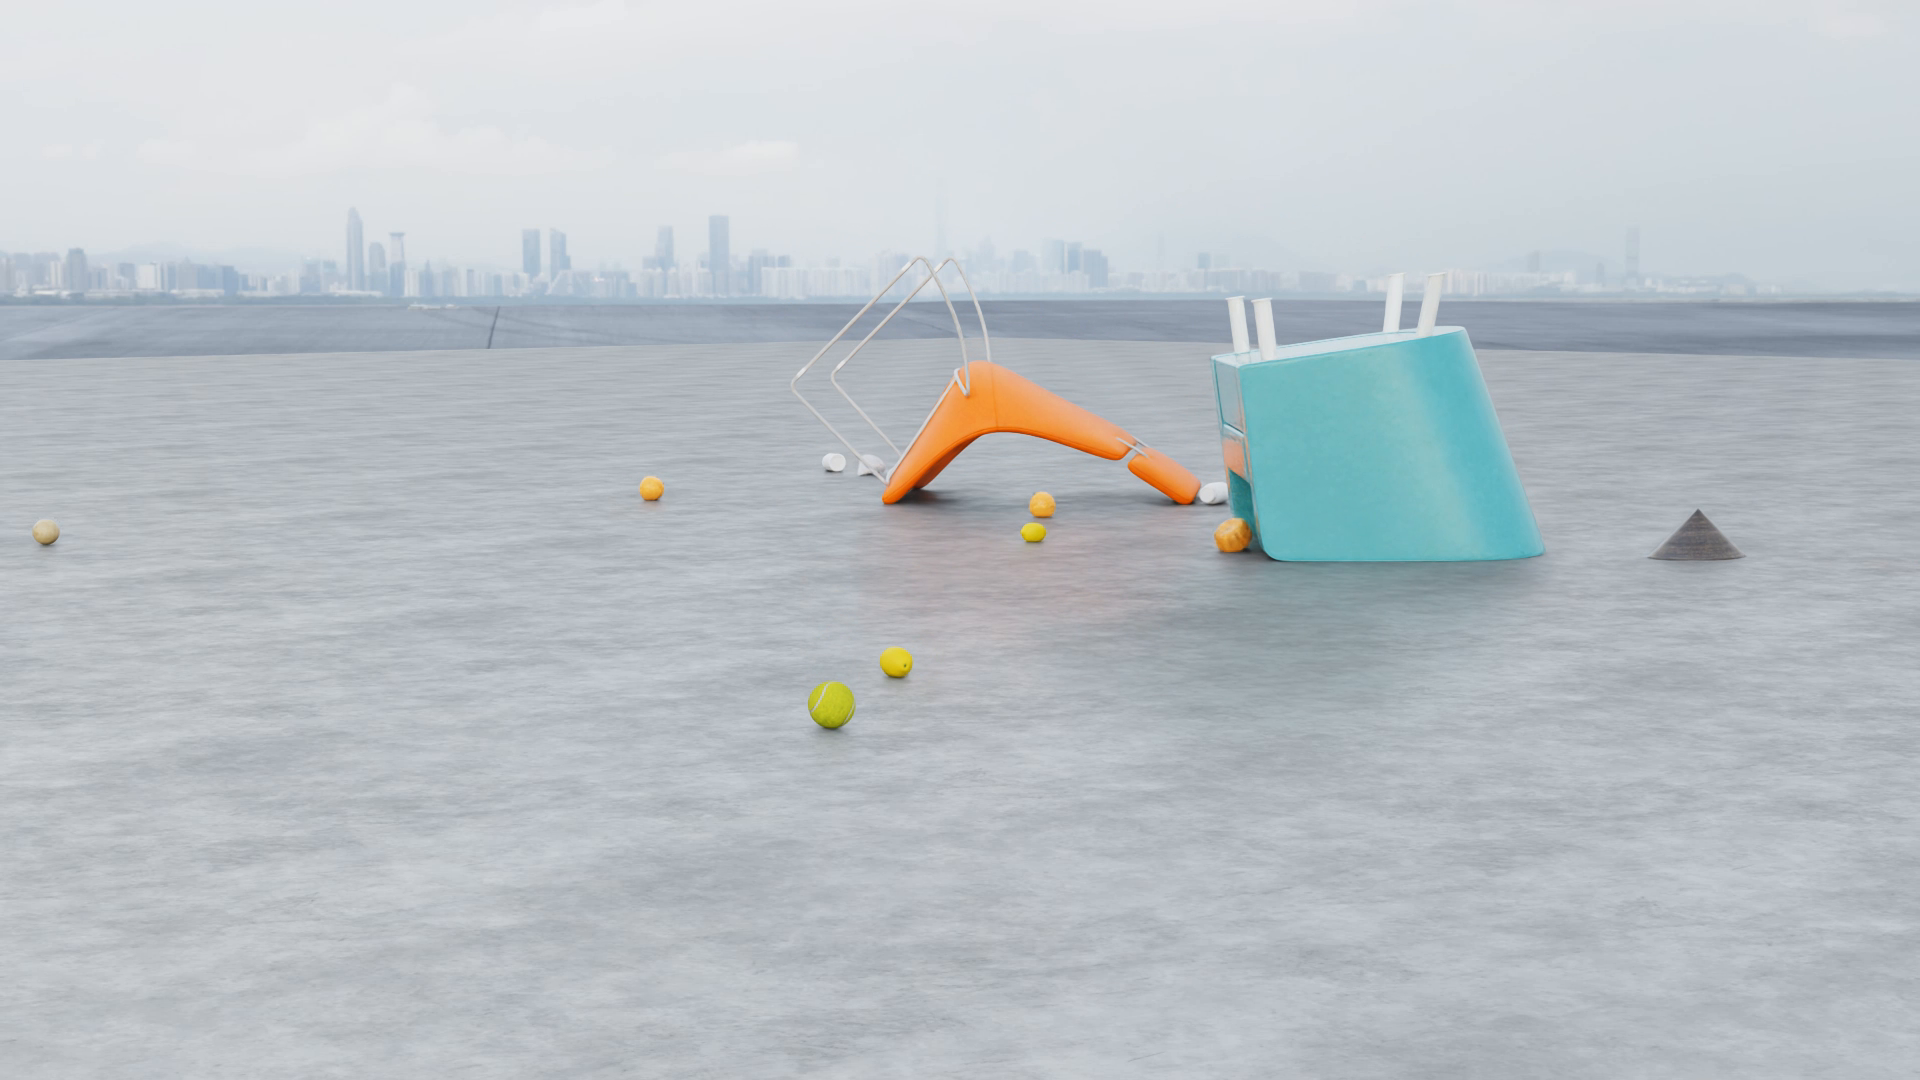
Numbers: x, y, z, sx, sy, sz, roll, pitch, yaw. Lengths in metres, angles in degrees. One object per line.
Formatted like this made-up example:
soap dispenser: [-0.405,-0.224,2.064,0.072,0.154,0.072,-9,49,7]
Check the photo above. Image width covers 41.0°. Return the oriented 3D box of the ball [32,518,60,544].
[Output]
ball: [-2.242,-0.020,6.293,0.064,0.064,0.064,0,6,0]

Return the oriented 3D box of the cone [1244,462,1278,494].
cone: [0.920,-0.194,7.830,0.109,0.094,0.128,1,6,6]

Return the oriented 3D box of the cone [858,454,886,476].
cone: [-0.314,-0.231,8.485,0.107,0.072,0.087,12,35,32]

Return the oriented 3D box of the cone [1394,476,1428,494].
cone: [1.368,-0.152,7.757,0.107,0.058,0.065,-4,30,4]

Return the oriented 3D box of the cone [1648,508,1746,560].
cone: [1.732,-0.018,6.025,0.258,0.114,0.164,-2,6,-23]
